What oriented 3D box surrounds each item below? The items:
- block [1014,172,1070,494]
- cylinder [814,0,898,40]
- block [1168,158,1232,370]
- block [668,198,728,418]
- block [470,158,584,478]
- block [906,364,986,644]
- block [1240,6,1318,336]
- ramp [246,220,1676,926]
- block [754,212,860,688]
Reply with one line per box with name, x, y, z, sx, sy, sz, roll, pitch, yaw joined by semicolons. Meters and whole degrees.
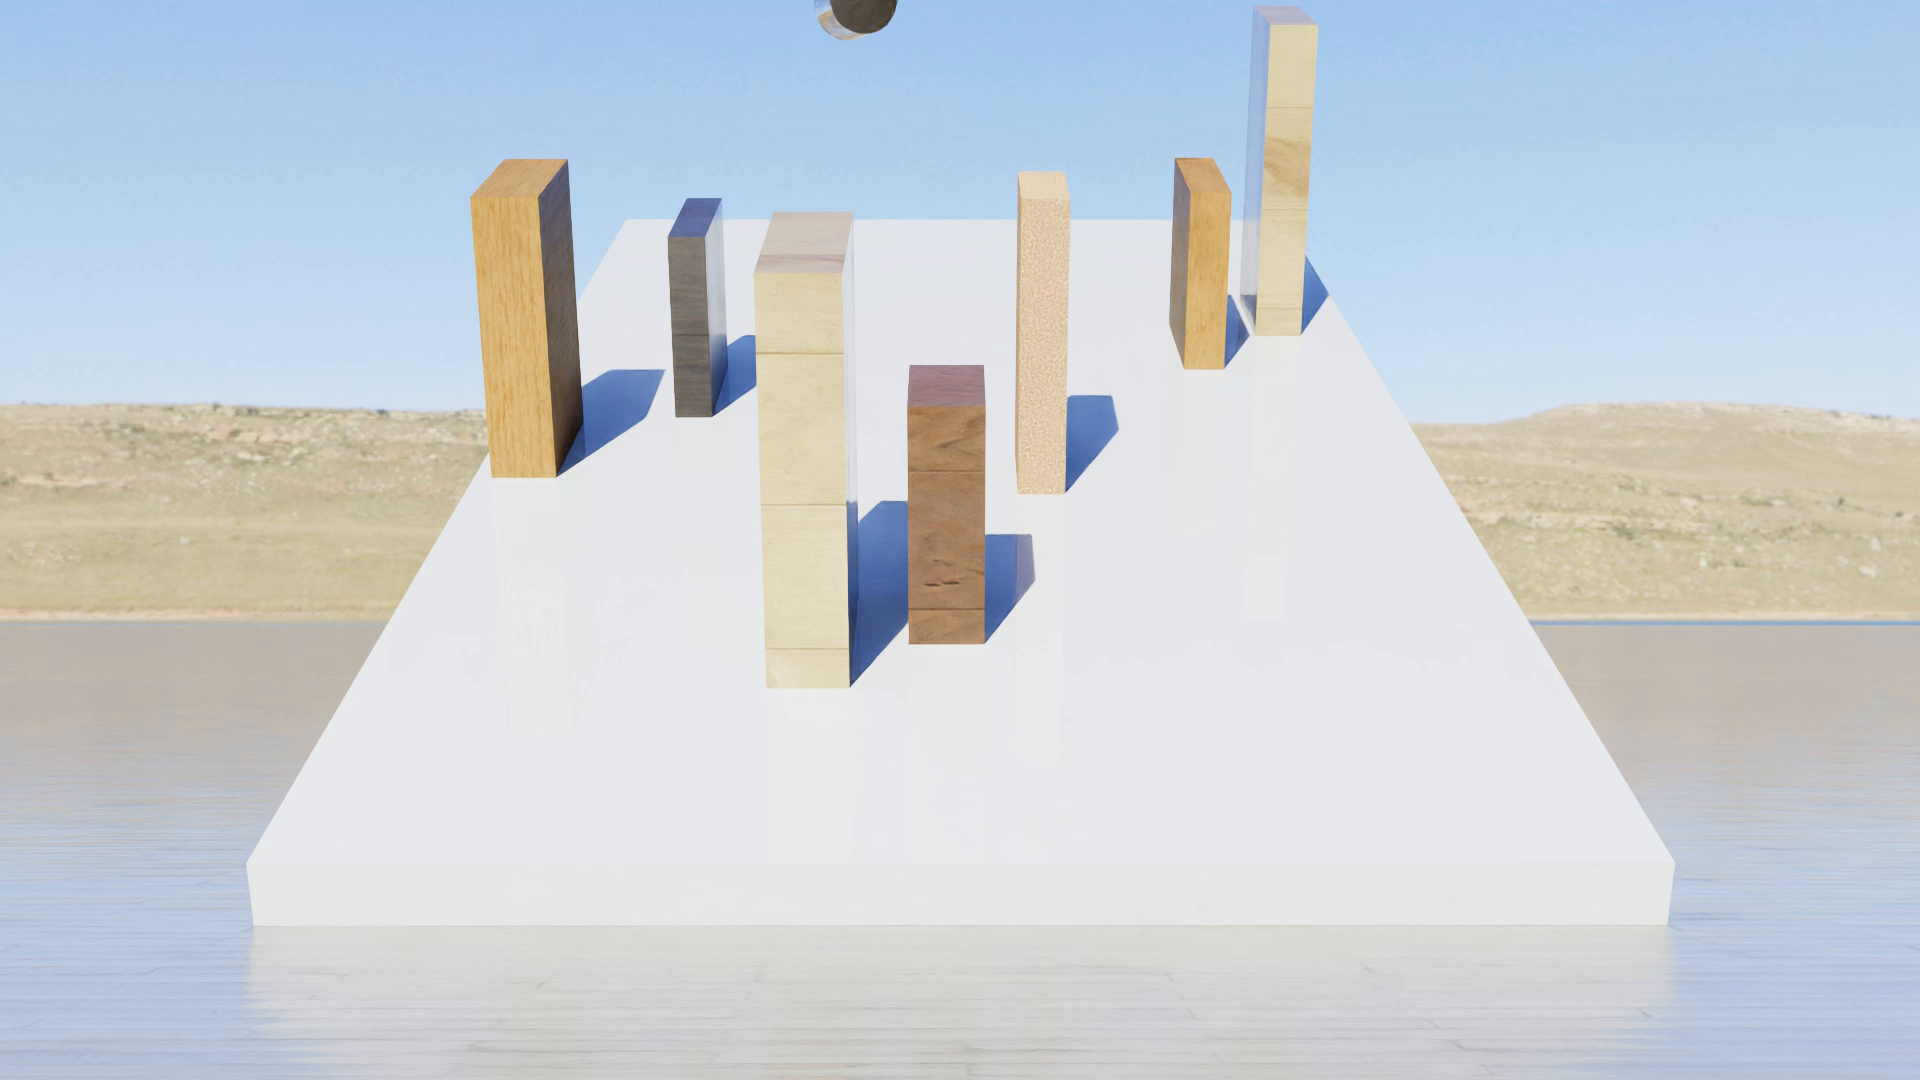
block;0.165;-0.422;4.633;0.095;0.606;0.260;0;21;0
cylinder;-0.307;-1.578;6.693;0.202;0.202;0.202;1;6;-16
block;0.582;-0.679;5.559;0.095;0.428;0.408;0;21;0
block;-0.595;-0.535;5.201;0.082;0.410;0.393;0;21;0
block;-0.901;-0.470;4.780;0.134;0.587;0.379;0;21;0
block;-0.023;-0.063;3.942;0.130;0.428;0.241;0;21;0
block;0.798;-0.931;5.742;0.114;0.769;0.342;0;21;0
ramp;-0.006;-0.214;5.077;2.000;0.100;4.000;0;21;0
block;-0.249;-0.158;3.811;0.136;0.697;0.424;0;21;0
